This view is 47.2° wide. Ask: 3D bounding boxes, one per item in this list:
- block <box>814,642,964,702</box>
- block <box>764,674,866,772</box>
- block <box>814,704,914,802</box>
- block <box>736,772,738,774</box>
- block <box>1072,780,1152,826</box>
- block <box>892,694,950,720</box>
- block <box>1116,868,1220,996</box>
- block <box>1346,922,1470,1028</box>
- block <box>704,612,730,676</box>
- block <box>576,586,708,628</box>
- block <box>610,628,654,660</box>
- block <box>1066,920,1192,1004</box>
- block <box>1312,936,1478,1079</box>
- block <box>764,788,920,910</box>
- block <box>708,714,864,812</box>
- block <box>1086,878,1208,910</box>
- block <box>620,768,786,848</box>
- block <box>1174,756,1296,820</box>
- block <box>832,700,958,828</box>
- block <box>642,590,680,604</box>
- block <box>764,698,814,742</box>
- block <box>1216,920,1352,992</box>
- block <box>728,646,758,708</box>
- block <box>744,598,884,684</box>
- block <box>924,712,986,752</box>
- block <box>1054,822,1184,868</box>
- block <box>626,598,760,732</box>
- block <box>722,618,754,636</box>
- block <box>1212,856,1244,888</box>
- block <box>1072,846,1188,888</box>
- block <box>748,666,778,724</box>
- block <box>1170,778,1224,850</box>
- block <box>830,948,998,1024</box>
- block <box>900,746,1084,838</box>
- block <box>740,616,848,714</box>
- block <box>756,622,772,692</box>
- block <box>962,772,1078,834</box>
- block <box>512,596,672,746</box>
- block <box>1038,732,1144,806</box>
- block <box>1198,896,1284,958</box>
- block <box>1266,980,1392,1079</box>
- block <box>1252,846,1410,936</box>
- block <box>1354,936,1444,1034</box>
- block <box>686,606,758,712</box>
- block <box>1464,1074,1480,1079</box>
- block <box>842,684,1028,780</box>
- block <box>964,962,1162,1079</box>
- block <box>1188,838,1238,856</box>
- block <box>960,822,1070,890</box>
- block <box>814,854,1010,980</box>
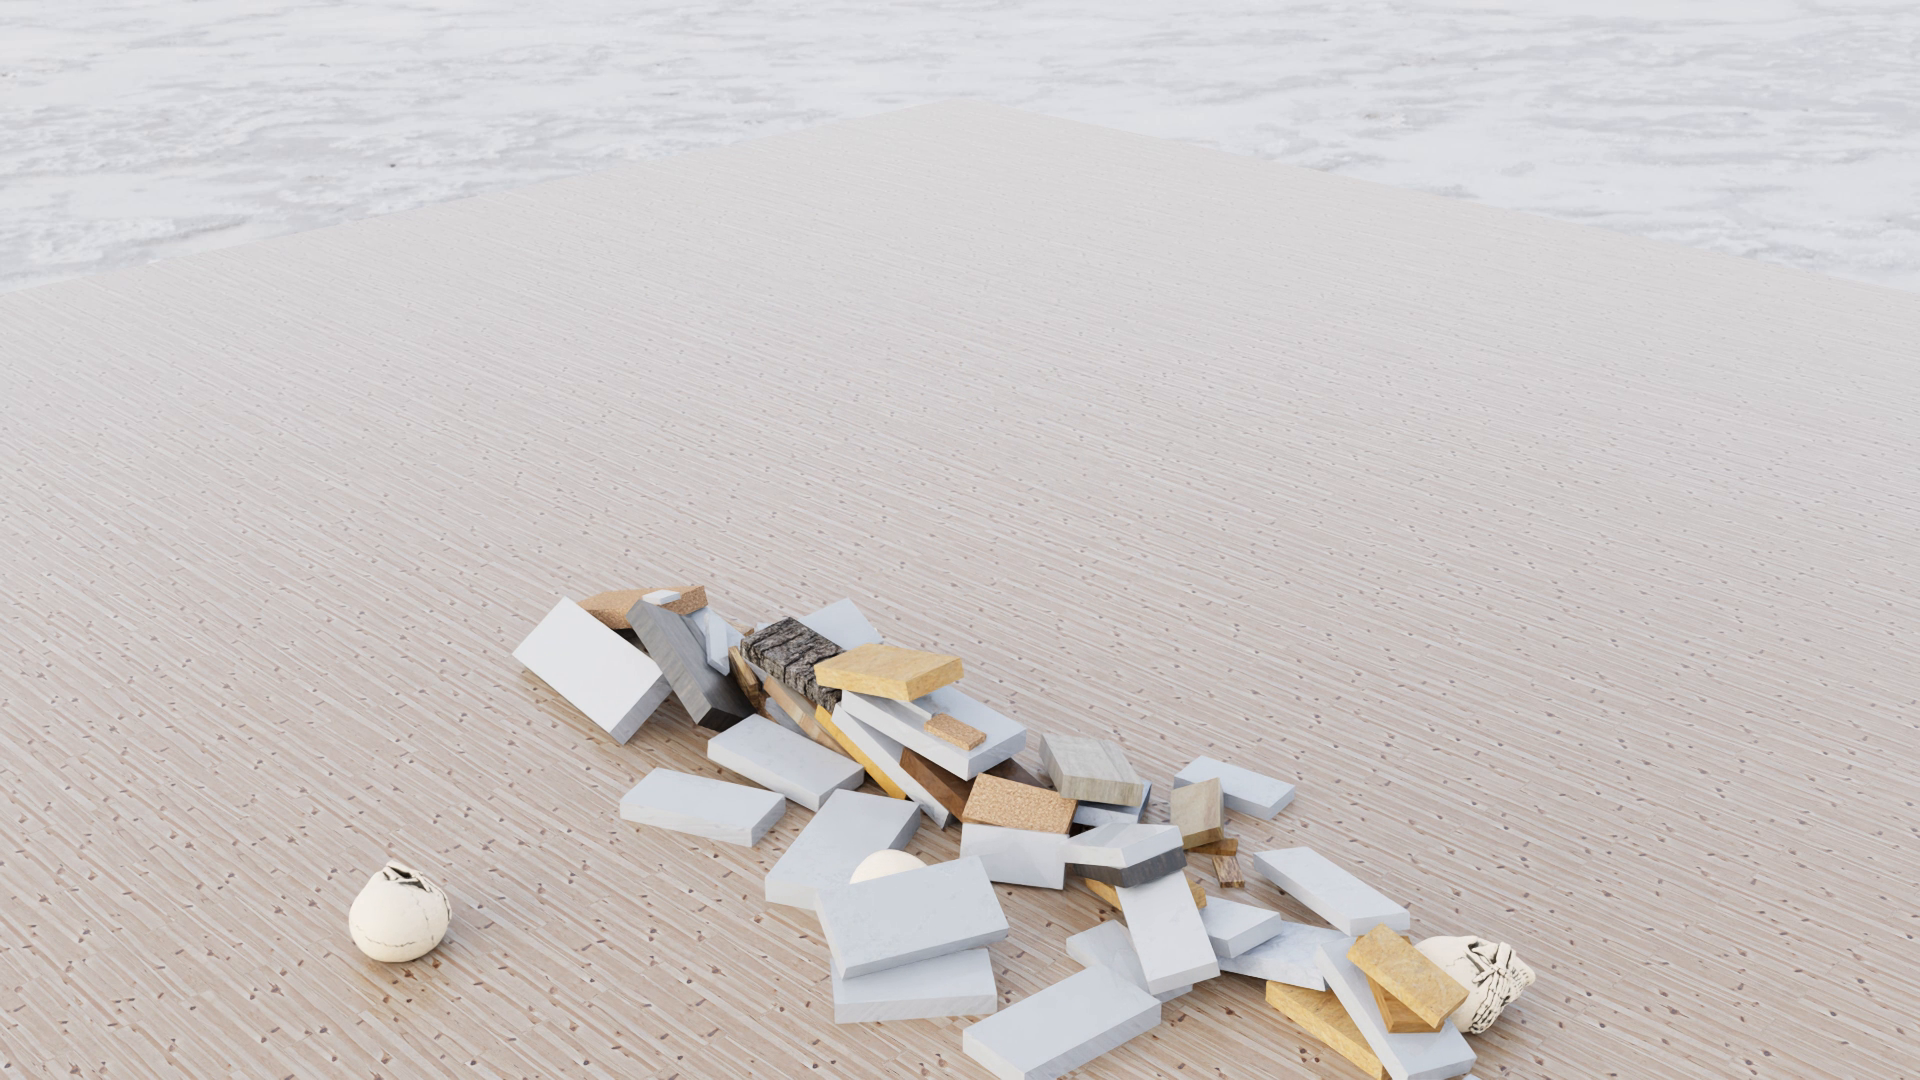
[{"bbox_3d":[-0.146,0.267,4.478,0.148,0.042,0.297,-22,18,-38],"label":"block"},{"bbox_3d":[-0.267,0.370,4.668,0.145,0.041,0.291,-24,58,-41],"label":"block"},{"bbox_3d":[-0.155,0.423,4.580,0.145,0.041,0.291,-20,51,-39],"label":"block"},{"bbox_3d":[-0.394,0.479,4.584,0.141,0.020,0.071,16,29,19],"label":"block"},{"bbox_3d":[0.306,0.523,4.397,0.126,0.036,0.252,9,11,10],"label":"block"},{"bbox_3d":[-0.080,0.327,4.457,0.113,0.016,0.057,26,34,35],"label":"block"},{"bbox_3d":[0.365,0.689,3.889,0.125,0.035,0.250,-16,33,-1],"label":"block"},{"bbox_3d":[0.749,0.727,3.680,0.186,0.026,0.093,38,43,27],"label":"block"},{"bbox_3d":[-0.542,0.229,4.900,0.050,0.014,0.262,37,12,-20],"label":"block"},{"bbox_3d":[-0.767,0.159,5.121,0.337,0.048,0.168,-4,13,39],"label":"block"},{"bbox_3d":[-0.713,0.252,5.106,0.168,0.048,0.337,-20,30,-39],"label":"block"},{"bbox_3d":[0.302,0.758,3.933,0.111,0.031,0.221,-15,27,-32],"label":"block"},{"bbox_3d":[0.728,0.786,3.696,0.141,0.040,0.283,-7,42,-26],"label":"block"},{"bbox_3d":[-0.223,0.604,4.273,0.180,0.051,0.360,8,24,18],"label":"block"},{"bbox_3d":[-0.361,0.460,4.559,0.297,0.042,0.148,22,31,29],"label":"block"},{"bbox_3d":[0.343,0.648,4.102,0.125,0.035,0.250,-17,16,-19],"label":"block"},{"bbox_3d":[-0.519,0.538,4.439,0.297,0.042,0.148,9,25,21],"label":"block"},{"bbox_3d":[0.564,0.509,4.522,0.221,0.031,0.111,16,28,33],"label":"block"},{"bbox_3d":[-0.084,0.432,4.521,0.175,0.050,0.350,-22,52,-40],"label":"block"},{"bbox_3d":[-0.679,0.130,5.001,0.050,0.014,0.101,-18,12,-29],"label":"block"},{"bbox_3d":[-0.324,0.394,4.732,0.098,0.028,0.195,-17,43,-35],"label":"block"},{"bbox_3d":[0.567,0.729,3.907,0.283,0.040,0.141,3,19,44],"label":"block"},{"bbox_3d":[-0.475,0.302,4.822,0.020,0.071,0.141,-12,38,-20],"label":"block"},{"bbox_3d":[-0.324,0.237,4.844,0.282,0.040,0.141,-24,58,-30],"label":"block"},{"bbox_3d":[-0.010,0.381,4.365,0.113,0.016,0.057,23,33,32],"label":"block"},{"bbox_3d":[0.292,0.564,4.074,0.126,0.036,0.252,-17,2,-26],"label":"block"},{"bbox_3d":[-0.574,0.283,4.766,0.180,0.051,0.360,26,19,-50],"label":"block"},{"bbox_3d":[-0.569,0.214,5.229,0.145,0.021,0.072,14,27,29],"label":"block"},{"bbox_3d":[0.517,0.639,4.237,0.046,0.013,0.093,-1,23,-4],"label":"block"},{"bbox_3d":[0.311,0.595,4.074,0.126,0.036,0.252,-17,2,-18],"label":"block"},{"bbox_3d":[-0.403,0.340,4.830,0.098,0.028,0.195,-5,43,-26],"label":"block"},{"bbox_3d":[0.473,0.547,4.388,0.102,0.029,0.203,-17,19,12],"label":"block"},{"bbox_3d":[-0.083,0.783,3.864,0.282,0.040,0.141,-2,23,-6],"label":"block"},{"bbox_3d":[0.062,0.504,4.384,0.175,0.050,0.350,-20,47,-40],"label":"block"},{"bbox_3d":[-0.315,0.265,4.678,0.291,0.041,0.145,28,37,33],"label":"block"},{"bbox_3d":[-0.397,0.263,4.882,0.098,0.028,0.195,5,39,-14],"label":"block"},{"bbox_3d":[0.117,0.525,4.267,0.203,0.029,0.102,13,55,15],"label":"block"},{"bbox_3d":[-0.818,0.285,4.898,0.180,0.051,0.475,-49,41,-11],"label":"block"},{"bbox_3d":[0.260,0.461,4.438,0.157,0.044,0.416,7,6,-5],"label":"block"},{"bbox_3d":[0.452,0.694,3.973,0.125,0.035,0.250,-20,12,-31],"label":"block"},{"bbox_3d":[0.674,0.819,3.780,0.141,0.040,0.283,-15,27,-32],"label":"block"},{"bbox_3d":[0.671,0.637,4.015,0.111,0.031,0.472,-5,7,-12],"label":"block"},{"bbox_3d":[0.737,0.745,3.696,0.093,0.026,0.186,3,39,-15],"label":"block"},{"bbox_3d":[-0.541,0.273,4.963,0.168,0.048,0.337,-21,44,-40],"label":"block"},{"bbox_3d":[0.872,0.930,3.536,0.093,0.026,0.186,-21,31,-40],"label":"block"},{"bbox_3d":[-0.054,0.362,4.465,0.350,0.050,0.175,26,34,35],"label":"block"},{"bbox_3d":[0.176,0.829,3.749,0.313,0.044,0.157,-18,29,-36],"label":"block"},{"bbox_3d":[0.498,0.601,4.327,0.093,0.013,0.046,5,23,11],"label":"block"},{"bbox_3d":[0.103,0.603,4.205,0.203,0.102,0.029,5,-2,12],"label":"block"},{"bbox_3d":[-0.087,0.672,3.929,0.313,0.044,0.157,-10,54,-22],"label":"block"}]
